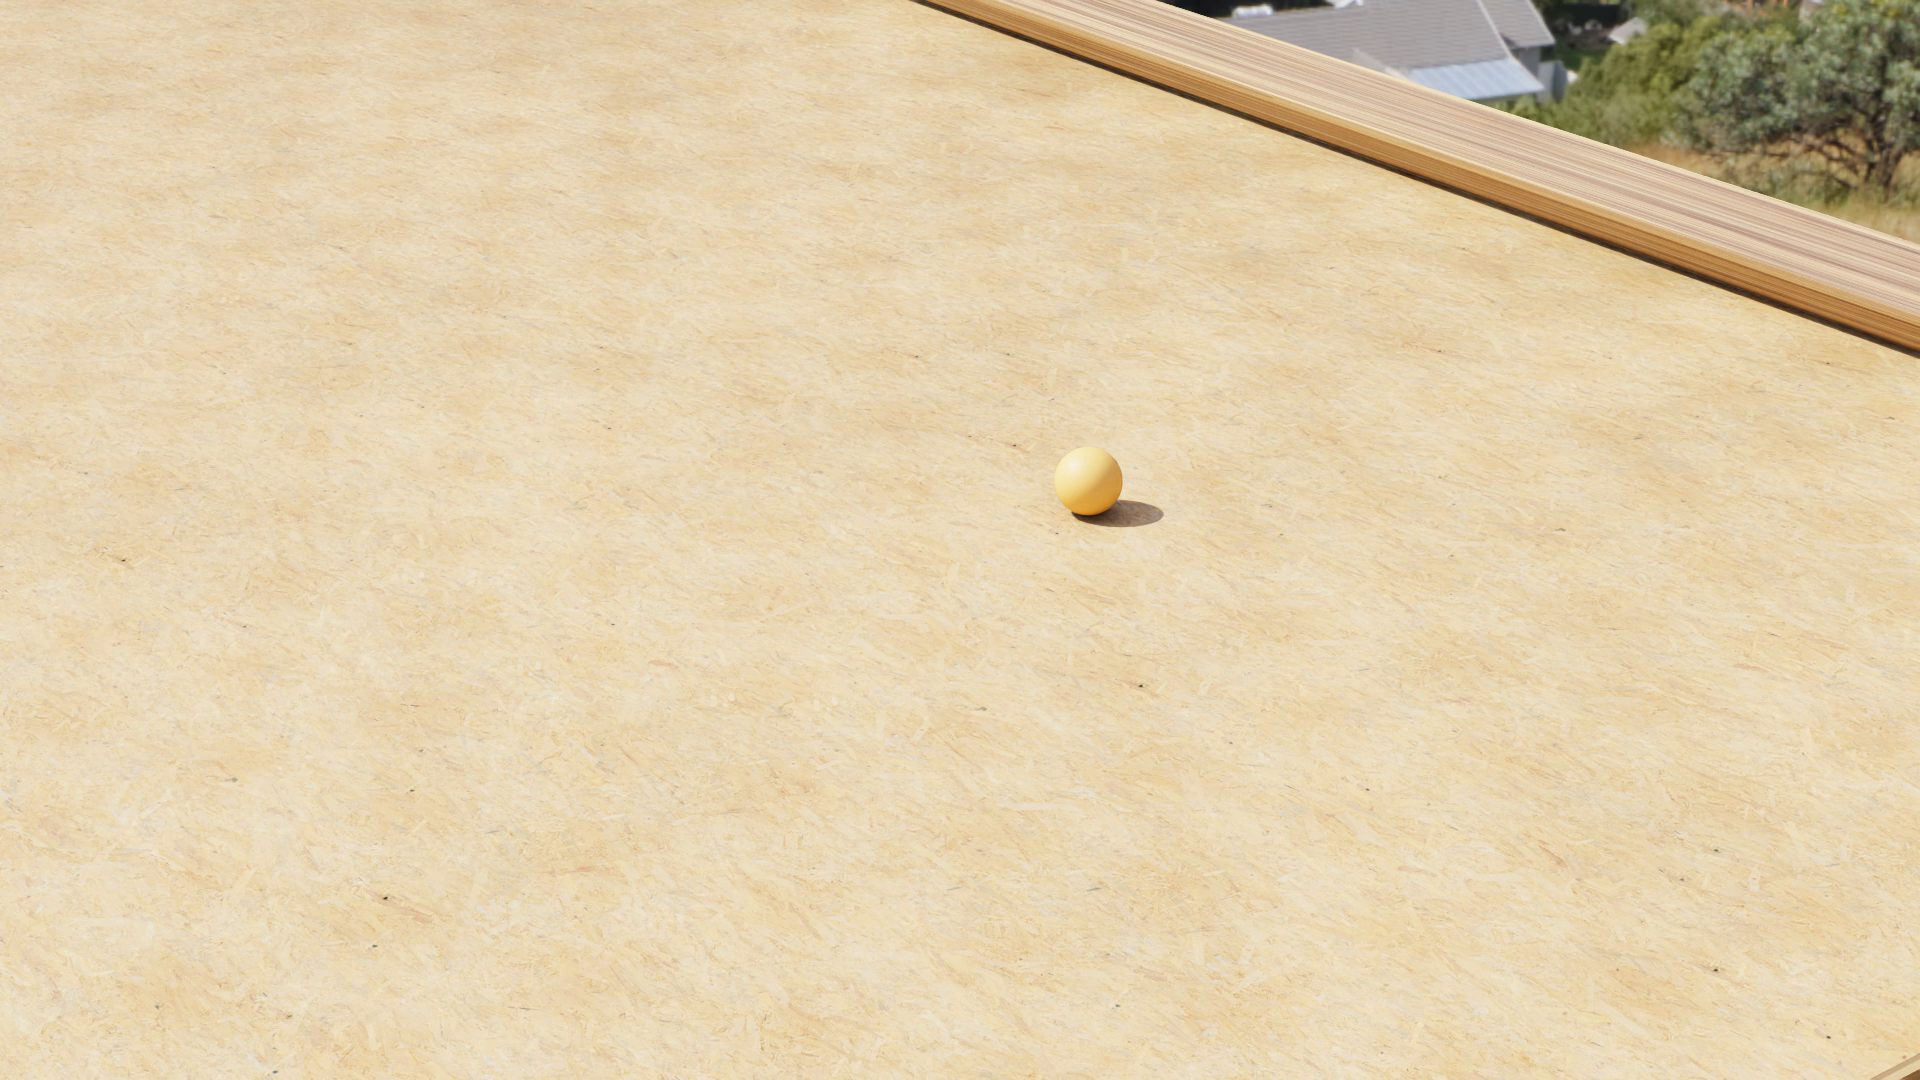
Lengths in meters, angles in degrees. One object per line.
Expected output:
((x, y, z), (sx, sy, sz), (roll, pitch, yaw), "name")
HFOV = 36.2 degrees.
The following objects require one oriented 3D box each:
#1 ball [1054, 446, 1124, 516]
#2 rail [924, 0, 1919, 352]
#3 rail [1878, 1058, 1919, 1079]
((0.101, -0.046, 2.317), (0.054, 0.054, 0.054), (0, 24, 0), "ball")
((0.255, -0.552, 3.375), (0.045, 0.097, 3.638), (-16, 29, -32), "rail")
((0.514, 0.284, 1.536), (1.968, 0.097, 0.045), (-16, 29, -32), "rail")
